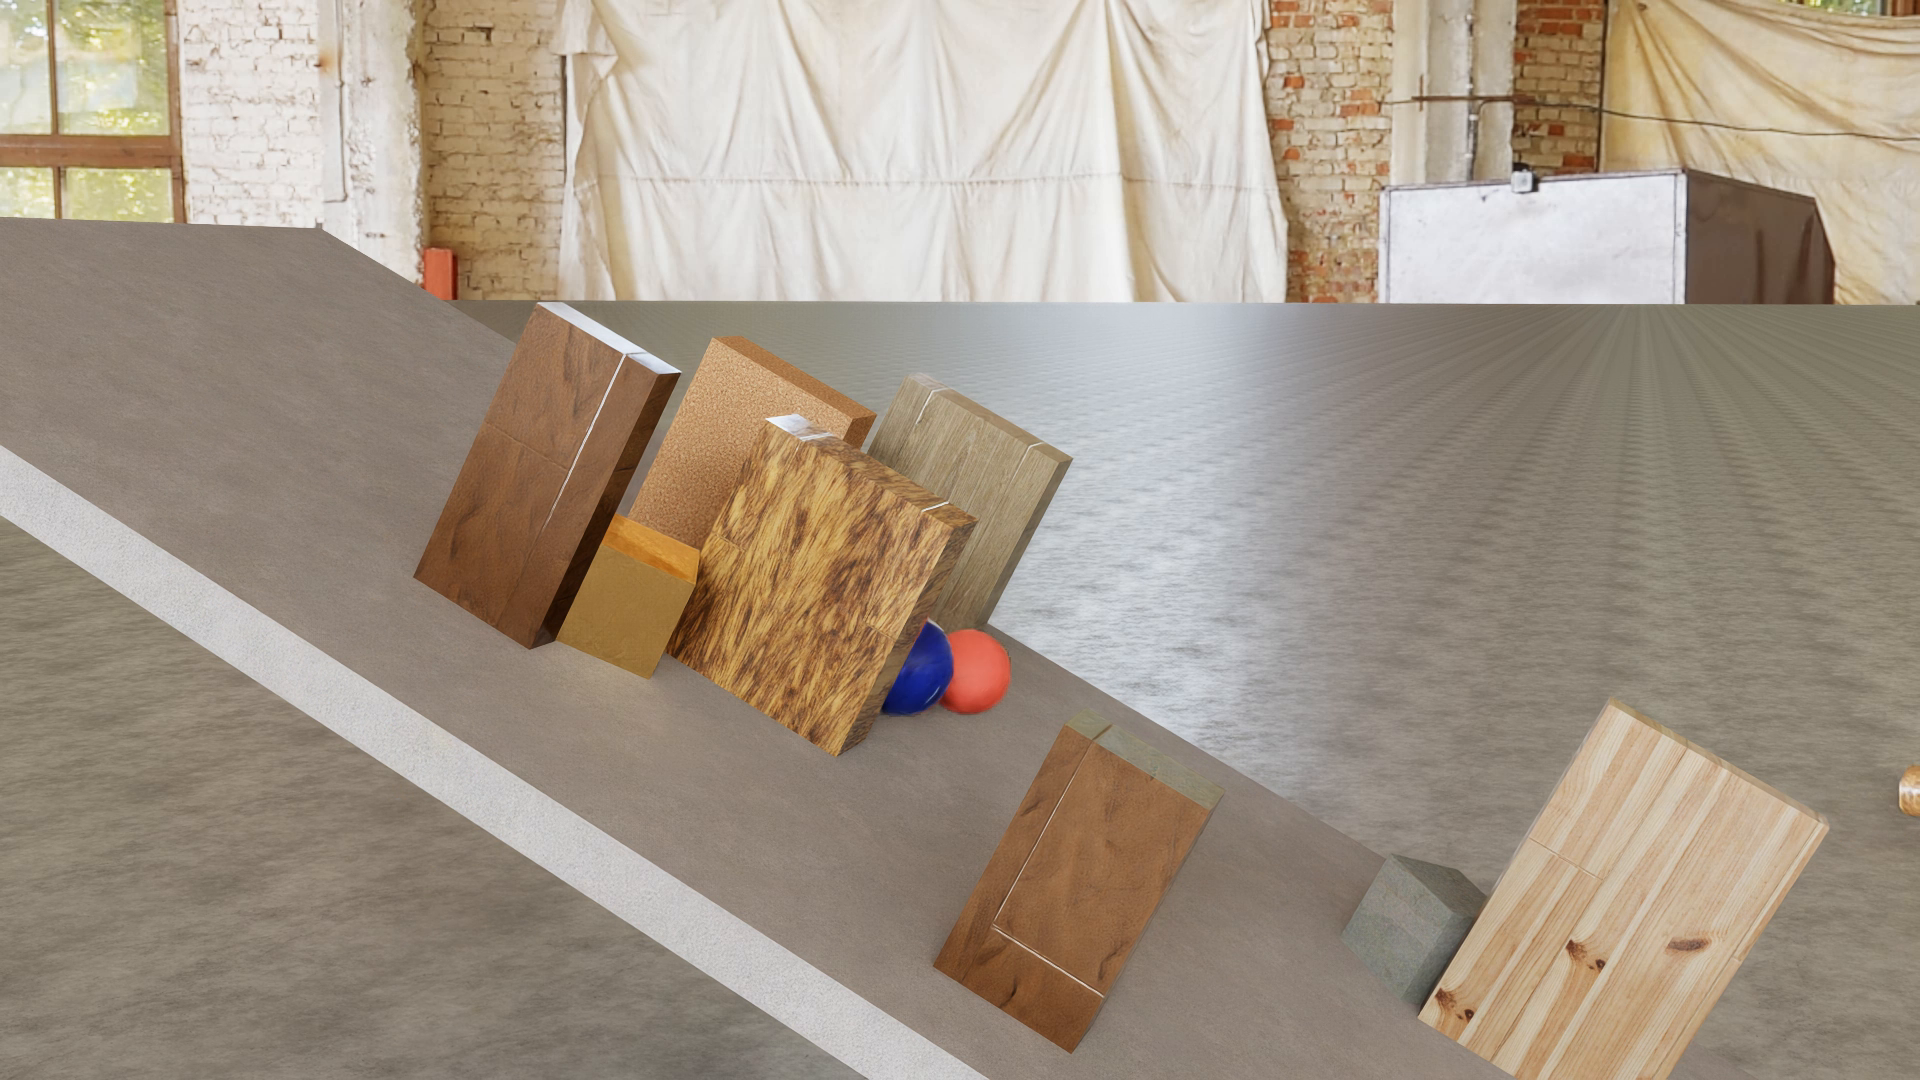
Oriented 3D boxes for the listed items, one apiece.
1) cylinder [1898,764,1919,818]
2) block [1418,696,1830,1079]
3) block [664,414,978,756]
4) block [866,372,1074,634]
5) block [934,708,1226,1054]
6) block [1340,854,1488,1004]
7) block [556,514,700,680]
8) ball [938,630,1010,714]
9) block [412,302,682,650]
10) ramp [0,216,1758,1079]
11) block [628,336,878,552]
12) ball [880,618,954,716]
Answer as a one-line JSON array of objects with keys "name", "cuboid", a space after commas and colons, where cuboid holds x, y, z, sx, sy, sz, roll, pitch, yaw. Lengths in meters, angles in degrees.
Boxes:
[{"name": "cylinder", "cuboid": [3.316, 0.864, 7.462, 0.177, 0.177, 0.177, -5, 8, -36]}, {"name": "block", "cuboid": [1.189, 0.687, 3.979, 0.422, 0.688, 0.081, 30, 14, 12]}, {"name": "block", "cuboid": [-0.258, 0.078, 3.937, 0.390, 0.468, 0.150, 30, 14, 12]}, {"name": "block", "cuboid": [-0.036, -0.073, 4.901, 0.394, 0.460, 0.129, 30, 14, 12]}, {"name": "block", "cuboid": [0.178, 0.506, 3.286, 0.244, 0.432, 0.133, 30, 14, 12]}, {"name": "block", "cuboid": [0.902, 0.755, 4.221, 0.199, 0.199, 0.199, 17, 17, -35]}, {"name": "block", "cuboid": [-0.587, 0.092, 3.850, 0.192, 0.192, 0.192, 24, 14, -11]}, {"name": "ball", "cuboid": [0.016, 0.263, 4.400, 0.169, 0.169, 0.169, 0, 7, 0]}, {"name": "block", "cuboid": [-0.693, -0.107, 3.679, 0.245, 0.523, 0.090, 30, 14, 12]}, {"name": "ramp", "cuboid": [-0.221, 0.367, 4.147, 4.000, 0.100, 2.000, 30, 14, 12]}, {"name": "block", "cuboid": [-0.429, -0.152, 4.536, 0.340, 0.422, 0.149, 30, 14, 12]}, {"name": "ball", "cuboid": [-0.111, 0.235, 4.199, 0.201, 0.201, 0.201, 0, 7, 0]}]
